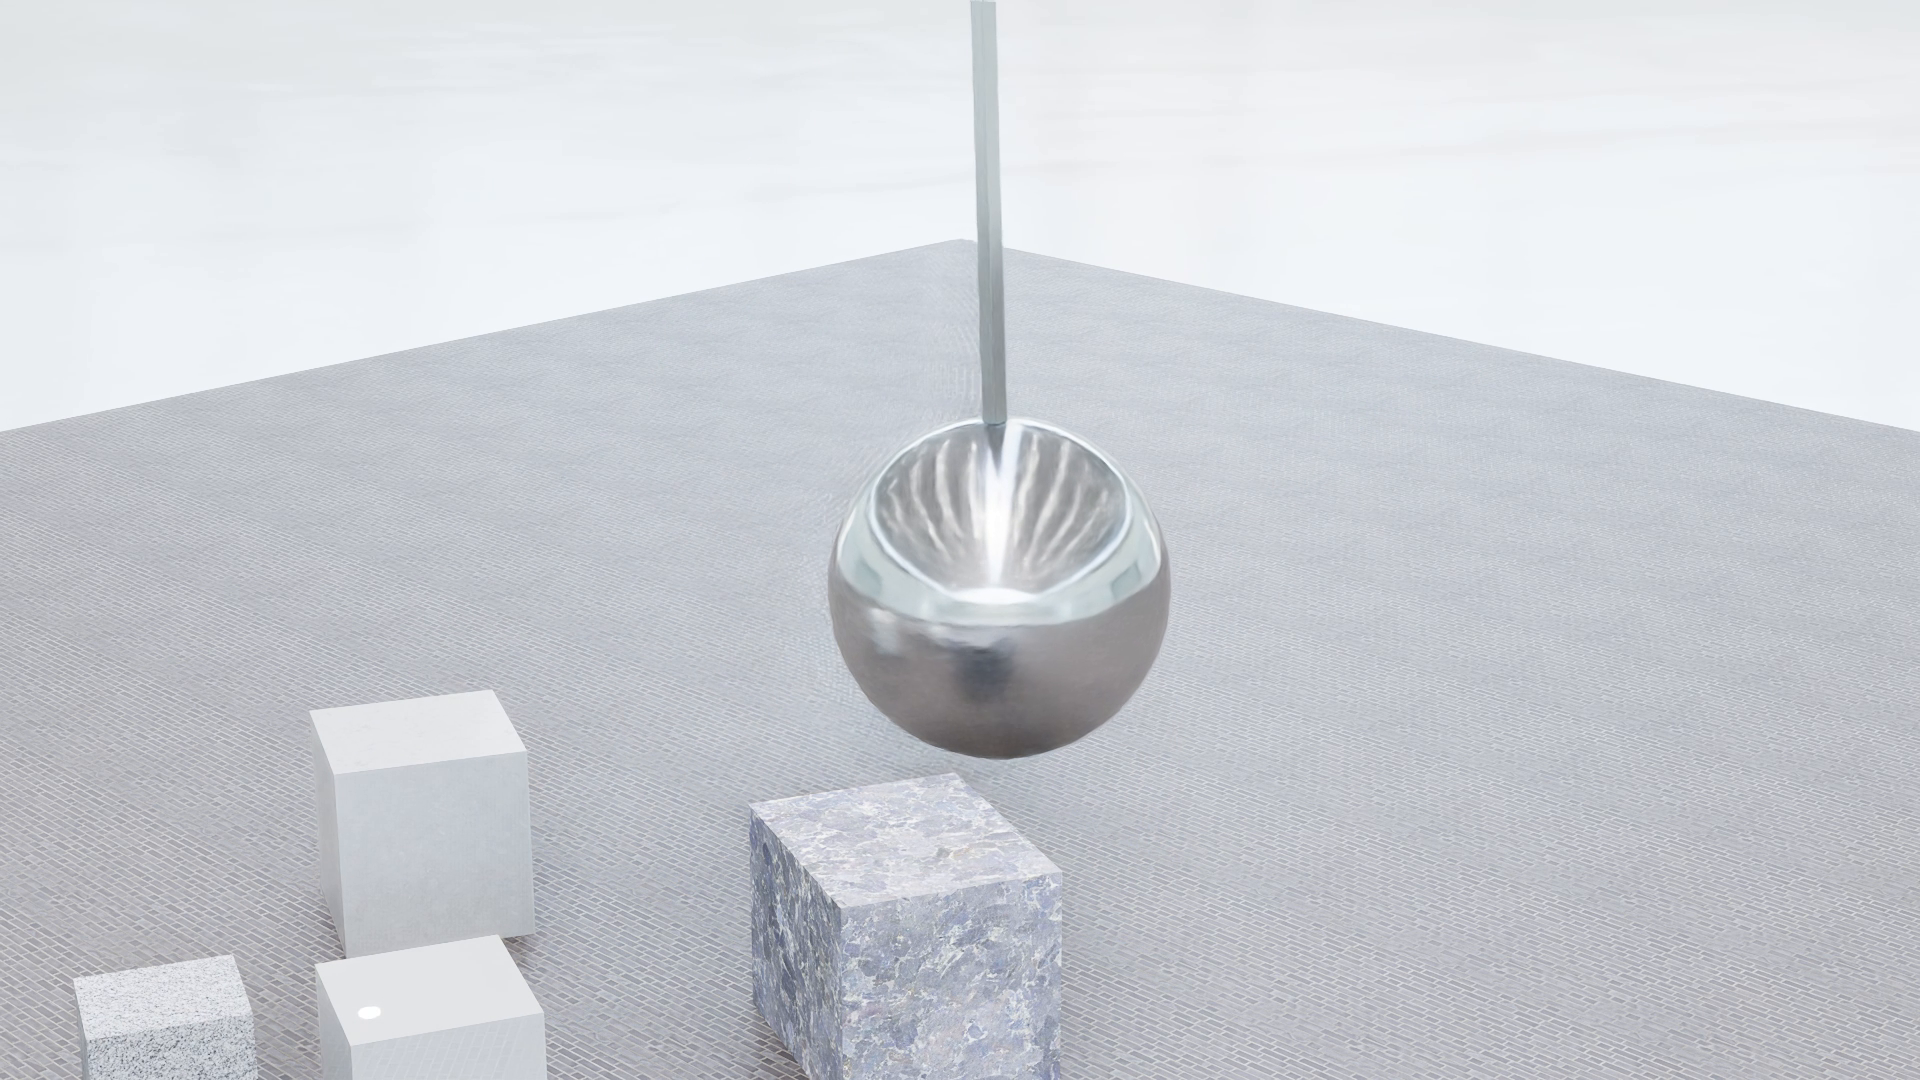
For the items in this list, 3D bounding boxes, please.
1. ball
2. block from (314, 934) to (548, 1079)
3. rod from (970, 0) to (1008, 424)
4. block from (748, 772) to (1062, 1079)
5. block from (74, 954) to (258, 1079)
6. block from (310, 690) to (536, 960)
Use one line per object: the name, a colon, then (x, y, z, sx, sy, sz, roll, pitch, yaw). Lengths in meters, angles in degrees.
ball: (0.182, 0.216, 13.601, 1.600, 1.600, 1.600, 0, 17, 0)
block: (-1.985, 1.971, 11.021, 0.707, 0.632, 0.719, -7, 19, -21)
rod: (0.079, -2.994, 12.484, 0.080, 5.200, 0.080, 17, 26, 42)
block: (-0.233, 1.603, 11.746, 0.907, 0.897, 1.098, -7, 19, -21)
block: (-3.044, 1.972, 11.253, 0.605, 0.490, 0.553, -7, 19, -20)
block: (-2.379, 1.243, 12.956, 0.820, 0.860, 0.799, -6, 18, -18)
